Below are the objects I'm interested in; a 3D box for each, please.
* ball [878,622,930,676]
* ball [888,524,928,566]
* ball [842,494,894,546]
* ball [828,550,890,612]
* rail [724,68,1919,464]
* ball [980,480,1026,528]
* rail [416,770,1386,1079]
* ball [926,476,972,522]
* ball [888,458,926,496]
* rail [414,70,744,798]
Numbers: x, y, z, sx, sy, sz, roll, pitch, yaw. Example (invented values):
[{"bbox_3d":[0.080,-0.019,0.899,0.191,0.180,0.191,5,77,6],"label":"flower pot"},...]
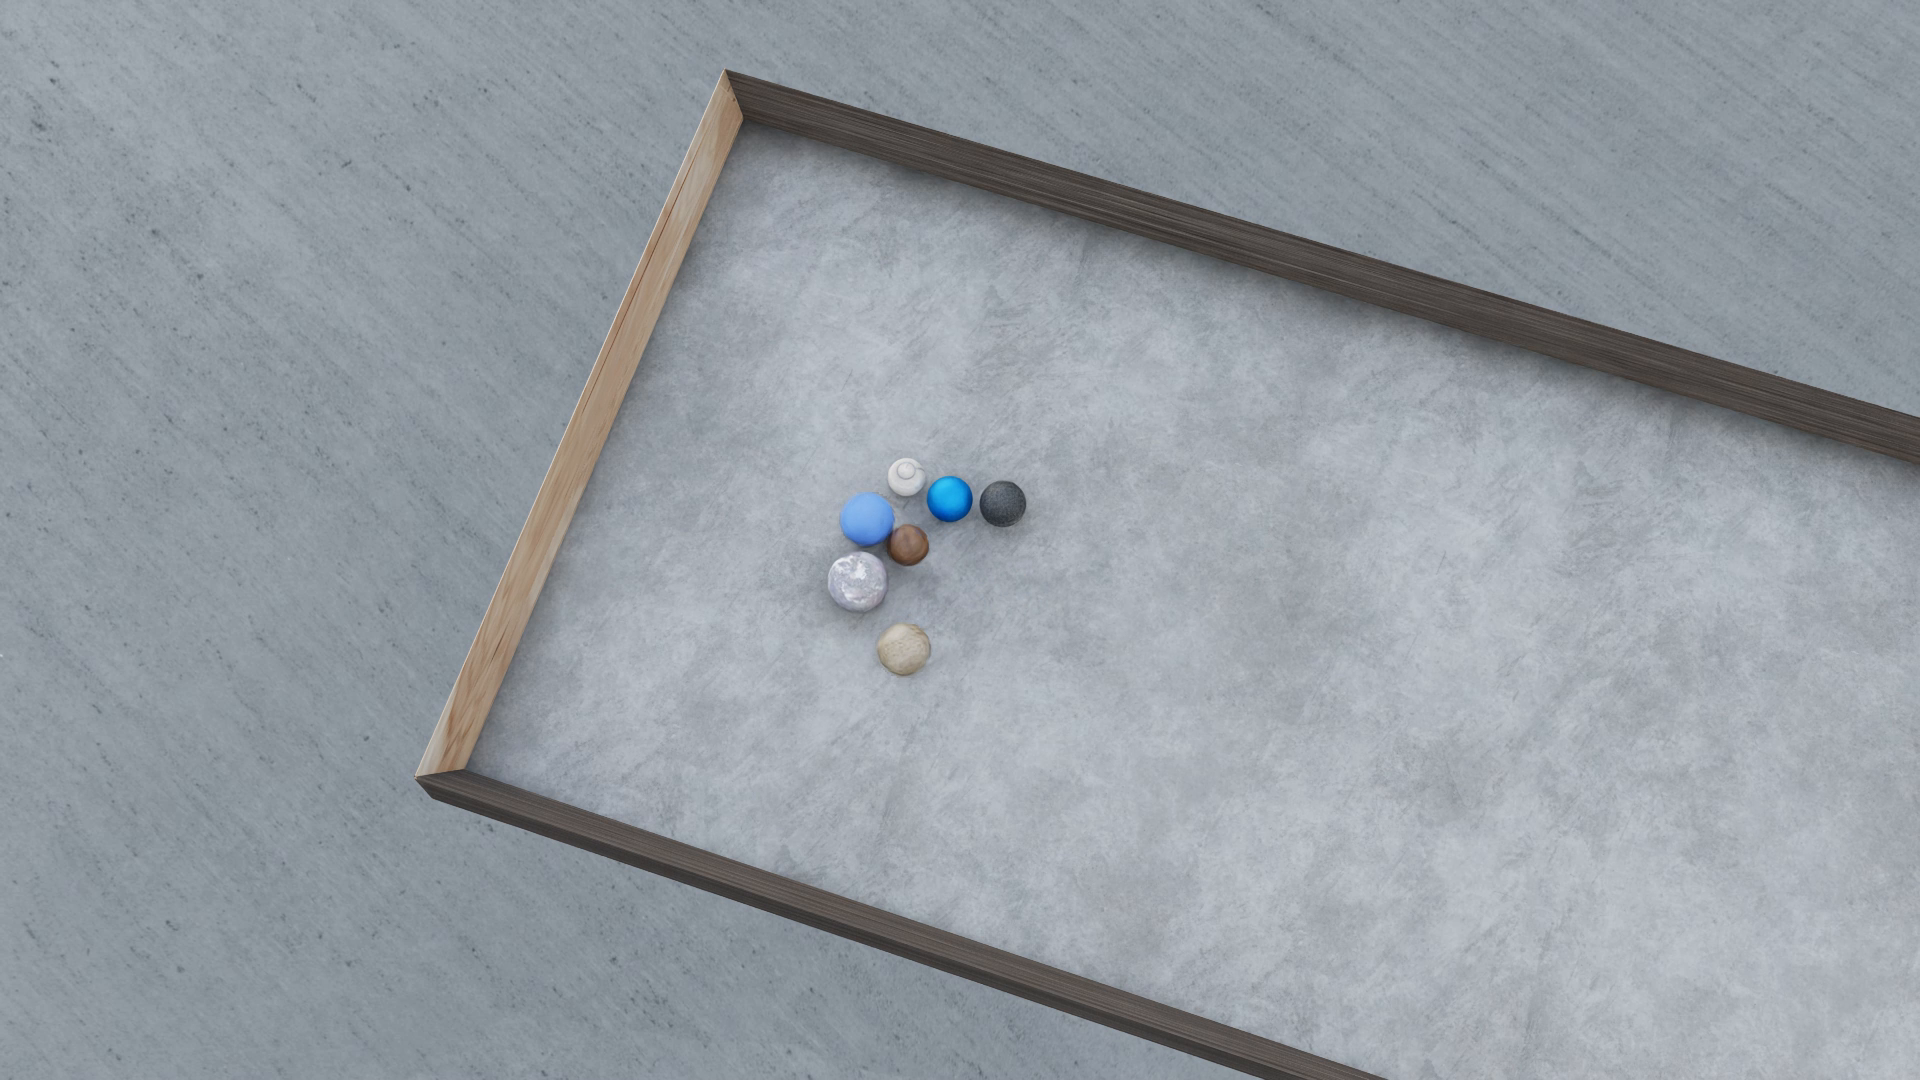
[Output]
[{"bbox_3d":[-0.086,0.168,3.392,0.083,0.083,0.083,0,69,0],"label":"ball"},{"bbox_3d":[-0.082,0.008,3.462,0.066,0.066,0.066,0,69,0],"label":"ball"},{"bbox_3d":[-0.145,-0.032,3.468,0.084,0.084,0.084,0,69,0],"label":"ball"},{"bbox_3d":[-0.158,0.065,3.424,0.096,0.096,0.096,0,69,0],"label":"ball"},{"bbox_3d":[0.796,-0.369,3.574,2.527,0.125,0.045,17,70,7],"label":"rail"},{"bbox_3d":[0.068,-0.057,3.482,0.075,0.075,0.075,0,69,0],"label":"ball"},{"bbox_3d":[0.402,0.727,3.154,2.527,0.125,0.045,17,70,7],"label":"rail"},{"bbox_3d":[-0.016,-0.065,3.486,0.073,0.073,0.073,0,69,0],"label":"ball"},{"bbox_3d":[-0.085,-0.100,3.506,0.061,0.061,0.061,0,69,0],"label":"ball"},{"bbox_3d":[-0.576,-0.190,3.505,0.045,0.125,1.285,17,70,7],"label":"rail"}]
